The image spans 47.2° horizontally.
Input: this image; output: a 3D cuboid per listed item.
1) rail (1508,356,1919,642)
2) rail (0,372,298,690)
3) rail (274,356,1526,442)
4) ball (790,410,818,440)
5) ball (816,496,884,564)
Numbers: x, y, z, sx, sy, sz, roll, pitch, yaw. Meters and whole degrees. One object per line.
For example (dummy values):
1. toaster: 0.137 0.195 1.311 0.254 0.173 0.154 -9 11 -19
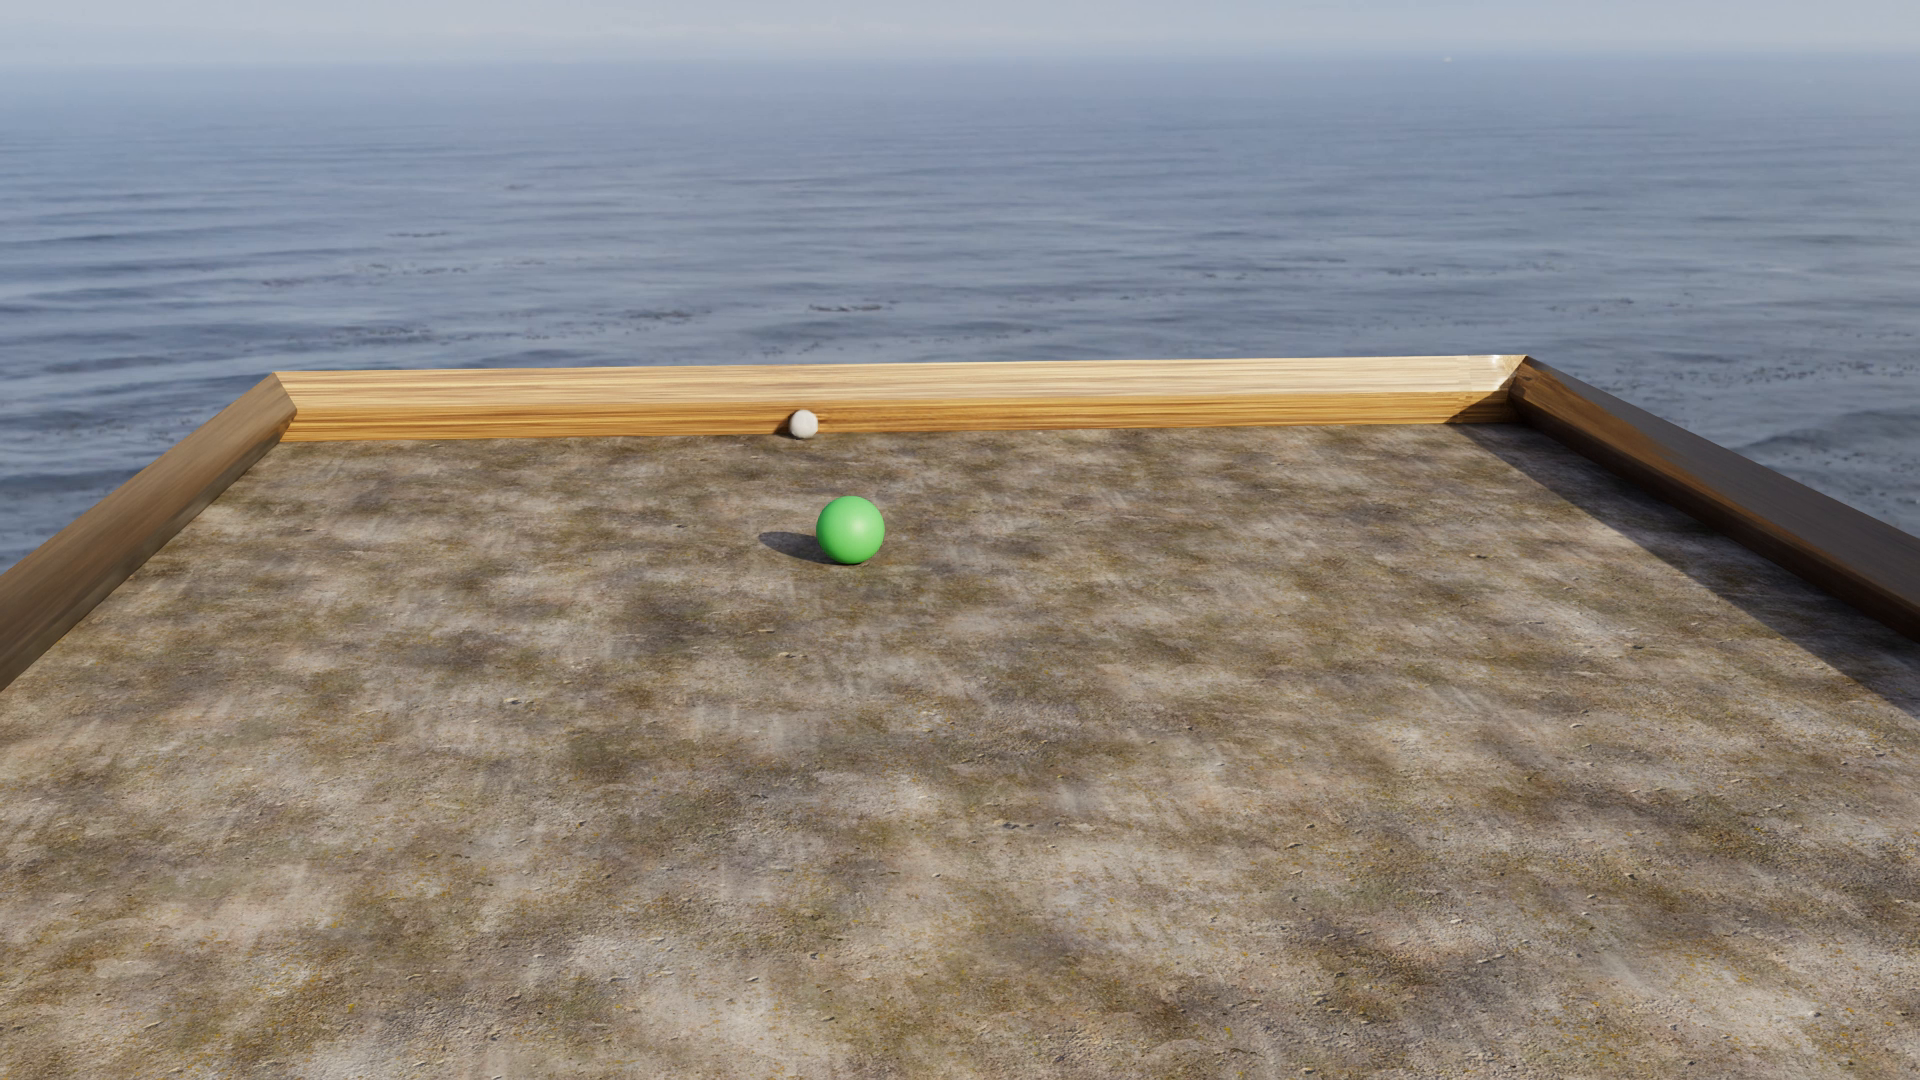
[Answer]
1. rail: 1.155 0.181 2.108 0.045 0.120 3.832 -1 14 -5
2. rail: -0.995 0.224 1.933 0.045 0.120 3.832 -1 14 -5
3. rail: -0.078 -0.246 3.851 2.204 0.120 0.045 -1 14 -5
4. ball: -0.271 -0.200 3.815 0.051 0.051 0.051 0 14 0
5. ball: -0.148 -0.013 2.965 0.093 0.093 0.093 0 14 0
